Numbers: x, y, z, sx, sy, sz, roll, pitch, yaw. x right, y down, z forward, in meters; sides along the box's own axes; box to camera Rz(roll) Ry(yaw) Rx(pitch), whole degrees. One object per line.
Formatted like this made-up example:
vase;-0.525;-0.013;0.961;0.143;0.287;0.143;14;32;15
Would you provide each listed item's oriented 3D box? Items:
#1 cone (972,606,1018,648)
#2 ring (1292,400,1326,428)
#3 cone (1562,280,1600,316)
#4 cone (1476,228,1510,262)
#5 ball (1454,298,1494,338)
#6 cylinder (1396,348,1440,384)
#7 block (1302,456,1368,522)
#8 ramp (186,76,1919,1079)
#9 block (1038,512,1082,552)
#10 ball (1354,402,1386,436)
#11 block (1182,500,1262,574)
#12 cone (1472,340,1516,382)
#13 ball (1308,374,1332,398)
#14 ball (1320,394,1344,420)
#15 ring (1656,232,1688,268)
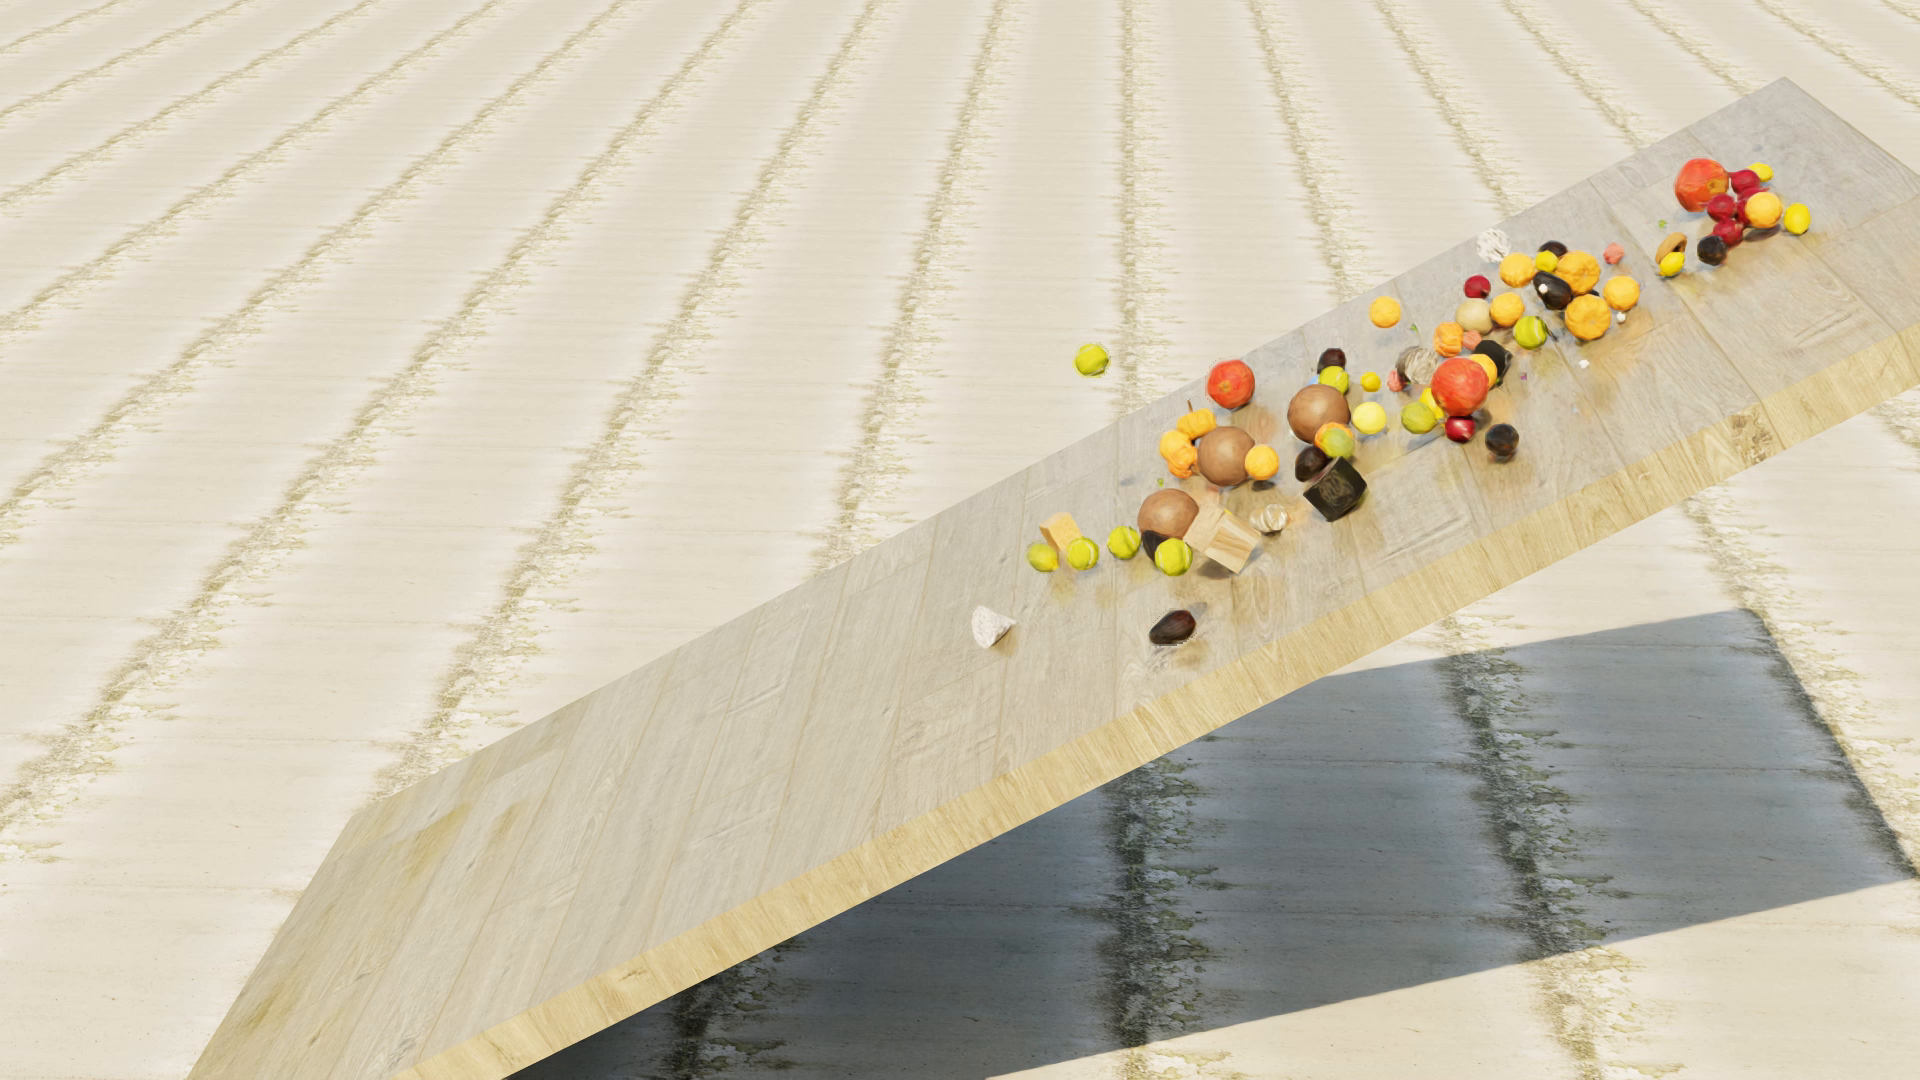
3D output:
cone;0.085;0.175;6.082;0.088;0.088;0.088;-7;19;-31
ring;0.753;-0.269;6.302;0.091;0.030;0.091;-28;13;7
cone;1.253;-0.507;6.004;0.072;0.072;0.072;-44;7;7
cone;1.215;-0.667;6.663;0.077;0.077;0.077;7;9;20
ball;1.087;-0.470;6.216;0.085;0.085;0.085;0;18;0
cylinder;0.943;-0.359;6.062;0.074;0.074;0.074;-1;3;-2
block;0.720;-0.098;5.642;0.077;0.077;0.077;-41;6;35
ramp;0.142;0.167;6.282;4.000;0.100;2.000;-27;14;11
block;0.219;-0.019;6.442;0.060;0.060;0.060;-34;15;-14
ball;0.828;-0.246;5.945;0.067;0.067;0.067;0;18;0
block;0.503;-0.006;5.648;0.090;0.090;0.090;30;3;-30
cone;1.094;-0.365;5.931;0.085;0.085;0.085;-9;19;-39
ball;0.784;-0.334;6.418;0.052;0.052;0.052;0;18;0
ball;0.789;-0.282;6.230;0.052;0.052;0.052;0;18;0
ring;1.431;-0.584;5.916;0.080;0.080;0.027;-17;48;-42
